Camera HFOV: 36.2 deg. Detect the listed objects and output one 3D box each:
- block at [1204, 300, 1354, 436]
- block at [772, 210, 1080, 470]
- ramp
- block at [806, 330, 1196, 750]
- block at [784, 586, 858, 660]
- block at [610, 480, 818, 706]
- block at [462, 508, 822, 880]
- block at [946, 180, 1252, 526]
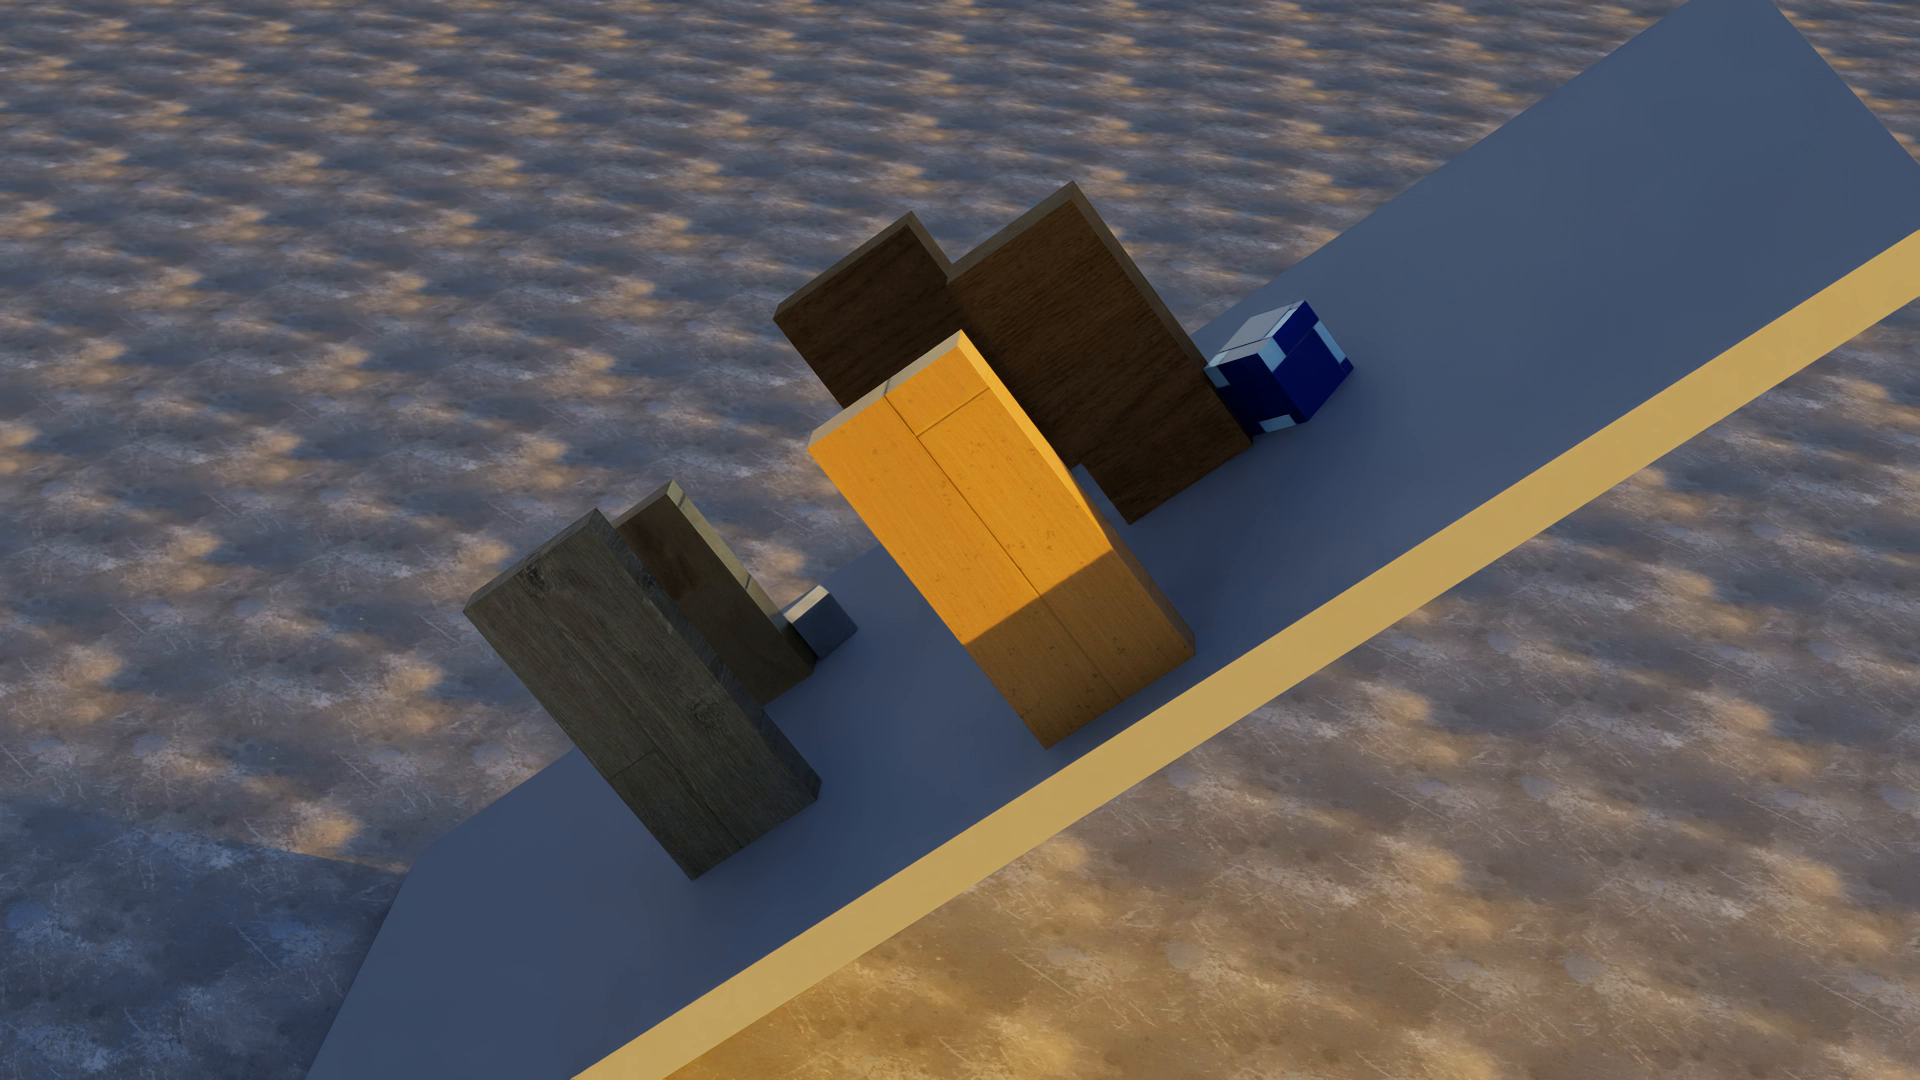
[{"bbox_3d":[0.663,-0.357,6.119,0.181,0.181,0.181,-47,18,-30],"label":"block"},{"bbox_3d":[-0.064,-0.368,6.820,0.387,0.692,0.114,-34,16,16],"label":"block"},{"bbox_3d":[0.131,0.177,6.316,4.000,0.100,2.000,-34,16,16],"label":"ramp"},{"bbox_3d":[0.081,0.007,5.357,0.337,0.729,0.093,-34,16,16],"label":"block"},{"bbox_3d":[-0.327,0.193,6.896,0.114,0.114,0.114,-40,15,-6],"label":"block"},{"bbox_3d":[-0.630,0.171,6.824,0.327,0.546,0.091,-34,16,16],"label":"block"},{"bbox_3d":[-0.648,0.323,6.046,0.332,0.750,0.093,-34,16,16],"label":"block"},{"bbox_3d":[0.295,-0.388,6.150,0.316,0.649,0.142,-34,16,16],"label":"block"}]
